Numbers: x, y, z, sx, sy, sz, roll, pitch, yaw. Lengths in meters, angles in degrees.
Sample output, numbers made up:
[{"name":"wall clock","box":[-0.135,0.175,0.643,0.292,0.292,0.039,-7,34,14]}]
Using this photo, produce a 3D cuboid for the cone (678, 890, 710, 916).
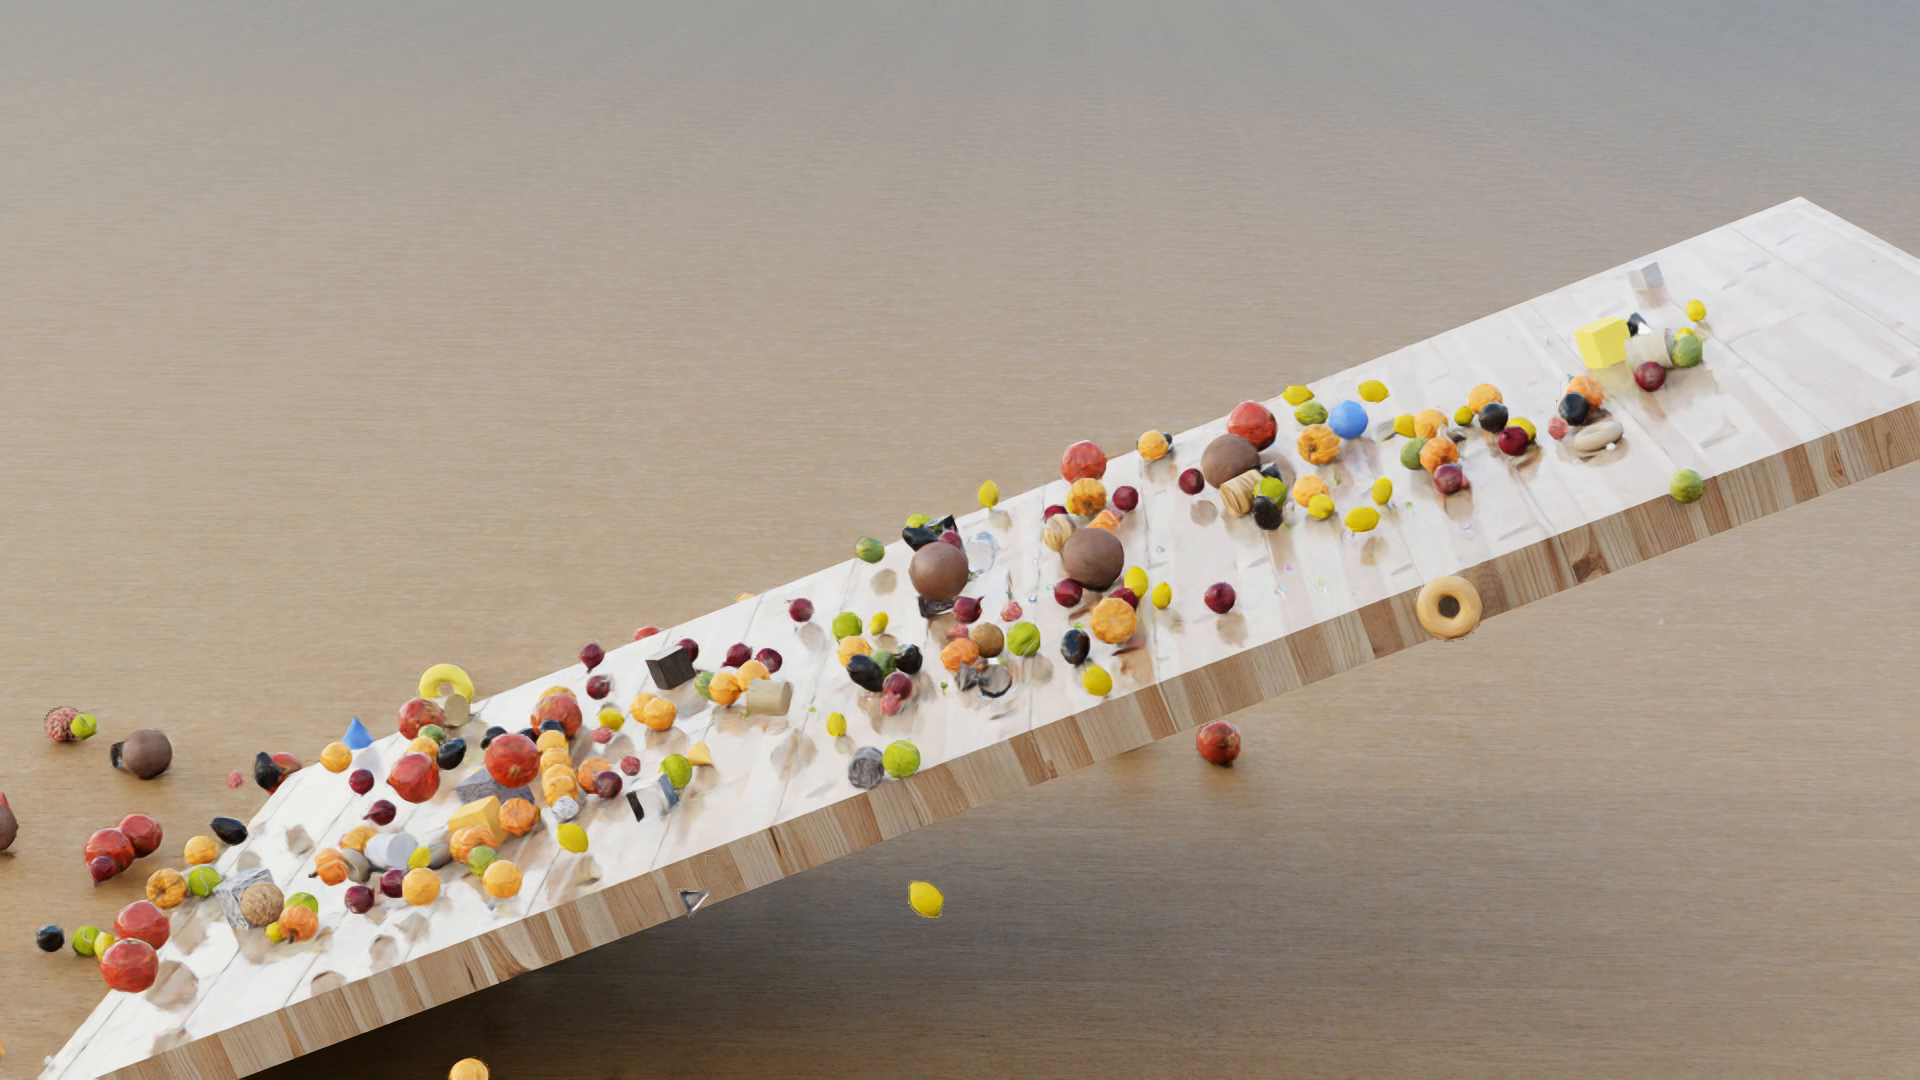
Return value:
[{"name":"cone","box":[-0.478,0.652,5.360,0.051,0.051,0.051,-24,19,-9]}]

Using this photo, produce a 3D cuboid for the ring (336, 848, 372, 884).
[{"name":"ring","box":[-1.260,0.678,6.115,0.084,0.084,0.028,9,37,32]}]

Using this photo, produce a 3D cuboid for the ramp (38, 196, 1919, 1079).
[{"name":"ramp","box":[0.123,0.173,6.291,4.000,0.100,2.000,-21,12,7]}]

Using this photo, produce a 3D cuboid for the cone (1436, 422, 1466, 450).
[{"name":"cone","box":[1.018,-0.211,6.057,0.058,0.058,0.058,3,13,-10]}]

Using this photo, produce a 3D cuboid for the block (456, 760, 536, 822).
[{"name":"block","box":[-0.980,0.538,6.204,0.100,0.100,0.100,-14,15,36]}]

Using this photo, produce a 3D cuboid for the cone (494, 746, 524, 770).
[{"name":"cone","box":[-1.022,0.488,6.564,0.072,0.072,0.072,-21,12,5]}]

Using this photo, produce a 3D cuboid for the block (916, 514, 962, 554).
[{"name":"block","box":[-0.051,-0.014,7.023,0.066,0.066,0.066,-32,15,-38]}]

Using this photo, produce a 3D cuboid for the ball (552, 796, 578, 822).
[{"name":"ball","box":[-0.800,0.546,5.961,0.052,0.052,0.052,0,14,0]}]

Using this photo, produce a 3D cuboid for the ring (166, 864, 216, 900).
[{"name":"ring","box":[-1.748,0.777,6.690,0.122,0.041,0.122,-22,13,5]}]

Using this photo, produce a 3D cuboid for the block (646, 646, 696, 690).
[{"name":"block","box":[-0.665,0.293,6.765,0.075,0.075,0.075,-28,13,-24]}]

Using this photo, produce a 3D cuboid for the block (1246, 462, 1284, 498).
[{"name":"block","box":[0.642,-0.122,6.259,0.061,0.061,0.061,-10,17,44]}]

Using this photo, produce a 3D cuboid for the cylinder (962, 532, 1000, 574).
[{"name":"cylinder","box":[0.046,0.028,6.643,0.076,0.076,0.076,2,17,9]}]

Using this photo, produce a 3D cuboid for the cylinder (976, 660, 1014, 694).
[{"name":"cylinder","box":[0.065,0.261,5.598,0.066,0.066,0.066,-2,-3,-7]}]

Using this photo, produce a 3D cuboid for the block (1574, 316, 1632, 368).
[{"name":"block","box":[1.360,-0.417,6.203,0.081,0.081,0.081,-25,12,-13]}]

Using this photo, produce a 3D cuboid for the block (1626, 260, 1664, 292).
[{"name":"block","box":[1.566,-0.603,6.721,0.052,0.052,0.052,-28,13,-23]}]

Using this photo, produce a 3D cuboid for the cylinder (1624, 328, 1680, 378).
[{"name":"cylinder","box":[1.401,-0.378,5.955,0.084,0.084,0.084,-15,5,30]}]

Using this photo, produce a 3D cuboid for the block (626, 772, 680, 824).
[{"name":"block","box":[-0.601,0.503,5.753,0.067,0.067,0.067,-18,13,22]}]

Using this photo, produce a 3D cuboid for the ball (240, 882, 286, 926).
[{"name":"ball","box":[-1.450,0.756,6.120,0.090,0.090,0.090,0,14,0]}]

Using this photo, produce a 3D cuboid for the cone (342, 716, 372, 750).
[{"name":"cone","box":[-1.526,0.476,7.435,0.078,0.078,0.078,2,33,-1]}]

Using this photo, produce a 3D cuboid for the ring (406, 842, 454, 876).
[{"name":"ring","box":[-1.089,0.655,6.045,0.104,0.035,0.104,-21,13,5]}]

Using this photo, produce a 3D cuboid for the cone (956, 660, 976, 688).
[{"name":"cone","box":[0.031,0.268,5.739,0.057,0.057,0.057,12,9,-20]}]

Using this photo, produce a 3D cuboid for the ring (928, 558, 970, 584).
[{"name":"ring","box":[-0.024,0.072,6.671,0.107,0.036,0.107,-19,11,4]}]

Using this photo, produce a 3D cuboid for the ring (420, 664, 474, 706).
[{"name":"ring","box":[-1.286,0.375,7.364,0.137,0.137,0.046,1,21,4]}]

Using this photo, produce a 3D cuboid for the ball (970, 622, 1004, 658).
[{"name":"ball","box":[0.054,0.201,5.879,0.071,0.071,0.071,0,14,0]}]

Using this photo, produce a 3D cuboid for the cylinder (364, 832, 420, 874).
[{"name":"cylinder","box":[-1.180,0.651,6.110,0.082,0.082,0.082,-9,4,45]}]

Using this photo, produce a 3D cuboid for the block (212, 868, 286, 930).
[{"name":"block","box":[-1.499,0.755,6.205,0.094,0.094,0.094,-31,15,-35]}]

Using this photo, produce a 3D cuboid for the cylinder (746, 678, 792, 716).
[{"name":"cylinder","box":[-0.391,0.322,6.012,0.072,0.072,0.072,5,15,16]}]

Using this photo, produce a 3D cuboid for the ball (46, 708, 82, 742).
[{"name":"ball","box":[-2.452,0.508,8.051,0.095,0.095,0.095,0,14,0]}]

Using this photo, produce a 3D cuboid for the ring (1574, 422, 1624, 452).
[{"name":"ring","box":[1.220,-0.198,5.619,0.098,0.033,0.098,-22,11,4]}]

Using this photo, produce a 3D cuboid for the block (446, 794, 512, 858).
[{"name":"block","box":[-0.986,0.587,6.034,0.085,0.085,0.085,-19,12,16]}]

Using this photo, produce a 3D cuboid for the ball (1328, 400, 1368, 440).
[{"name":"ball","box":[0.850,-0.263,6.439,0.085,0.085,0.085,0,14,0]}]

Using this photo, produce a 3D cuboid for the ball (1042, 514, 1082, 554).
[{"name":"ball","box":[0.225,-0.014,6.475,0.087,0.087,0.087,0,14,0]}]

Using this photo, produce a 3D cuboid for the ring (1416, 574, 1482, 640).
[{"name":"ring","box":[0.861,0.118,5.175,0.114,0.114,0.038,4,7,16]}]

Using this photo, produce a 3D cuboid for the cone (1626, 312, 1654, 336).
[{"name":"cone","box":[1.467,-0.453,6.306,0.057,0.057,0.057,25,27,37]}]

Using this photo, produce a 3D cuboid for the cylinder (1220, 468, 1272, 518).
[{"name":"cylinder","box":[0.600,-0.098,6.187,0.079,0.079,0.079,-28,23,-16]}]

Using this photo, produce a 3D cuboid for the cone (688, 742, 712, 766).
[{"name":"cone","box":[-0.514,0.442,5.947,0.054,0.054,0.054,-11,23,-38]}]

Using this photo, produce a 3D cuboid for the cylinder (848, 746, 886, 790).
[{"name":"cylinder","box":[-0.169,0.416,5.361,0.064,0.064,0.064,1,15,5]}]
